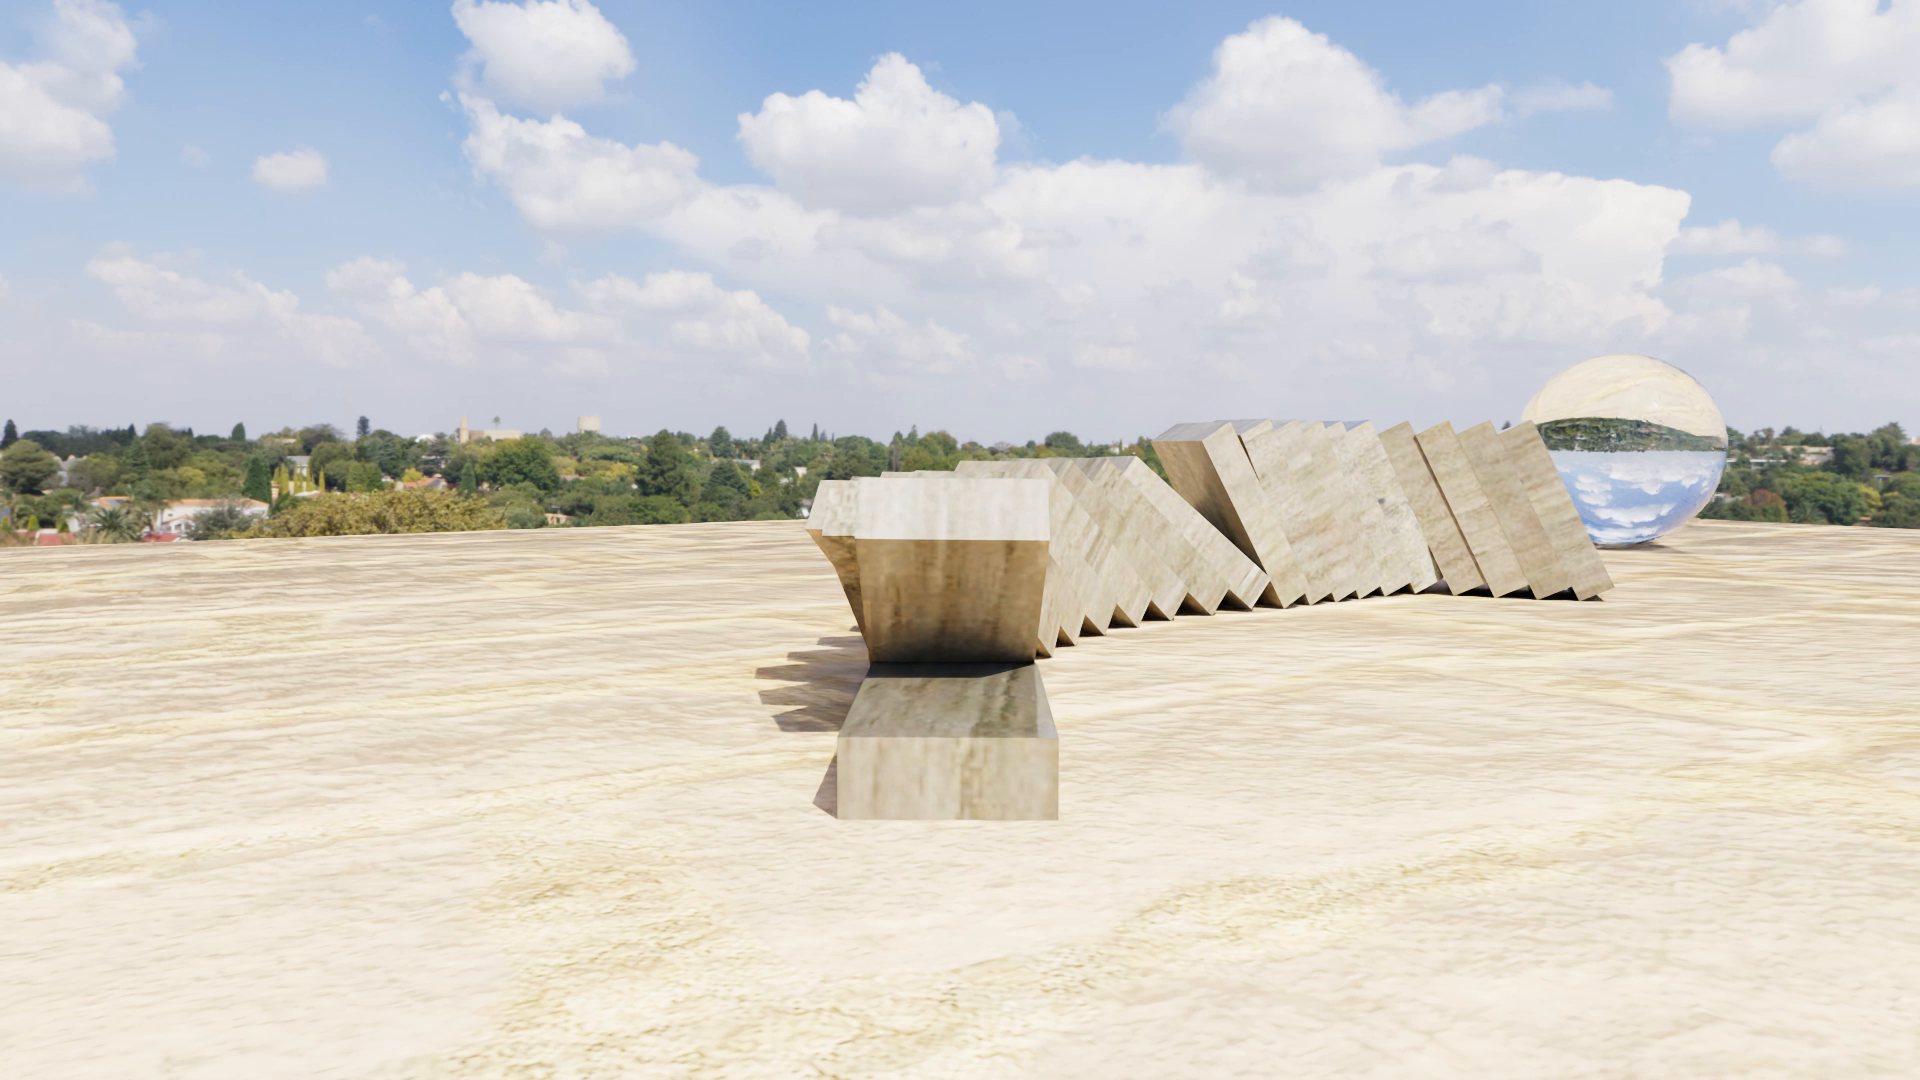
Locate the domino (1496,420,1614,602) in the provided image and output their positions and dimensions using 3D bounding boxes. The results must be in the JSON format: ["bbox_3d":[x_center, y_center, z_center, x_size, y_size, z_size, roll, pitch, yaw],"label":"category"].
[{"bbox_3d":[0.165,-0.009,0.359,0.010,0.050,0.025,-26,-5,19],"label":"domino"}]

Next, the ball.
[{"bbox_3d":[0.274,-0.038,0.536,0.080,0.080,0.080,0,4,0],"label":"ball"}]

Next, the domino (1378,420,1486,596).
[{"bbox_3d":[0.136,-0.010,0.371,0.010,0.050,0.025,-26,-5,19],"label":"domino"}]

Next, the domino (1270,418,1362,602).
[{"bbox_3d":[0.090,-0.008,0.352,0.010,0.050,0.025,-29,14,-17],"label":"domino"}]

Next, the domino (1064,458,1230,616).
[{"bbox_3d":[0.042,-0.001,0.318,0.050,0.009,0.025,42,-17,-26],"label":"domino"}]

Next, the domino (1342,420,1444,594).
[{"bbox_3d":[0.120,-0.010,0.372,0.010,0.050,0.025,-28,6,-5],"label":"domino"}]

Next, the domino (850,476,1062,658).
[{"bbox_3d":[-0.001,0.006,0.244,0.025,0.009,0.050,2,-30,26],"label":"domino"}]

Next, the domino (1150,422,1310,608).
[{"bbox_3d":[0.071,-0.007,0.337,0.009,0.050,0.025,-34,15,-17],"label":"domino"}]

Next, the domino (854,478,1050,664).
[{"bbox_3d":[-0.001,0.009,0.188,0.025,0.010,0.050,1,-32,0],"label":"domino"}]

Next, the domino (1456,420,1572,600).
[{"bbox_3d":[0.155,-0.009,0.362,0.010,0.050,0.025,-26,-5,19],"label":"domino"}]

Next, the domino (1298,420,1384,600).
[{"bbox_3d":[0.098,-0.009,0.359,0.010,0.050,0.025,-29,14,-17],"label":"domino"}]

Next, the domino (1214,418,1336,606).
[{"bbox_3d":[0.081,-0.008,0.345,0.010,0.050,0.025,-29,14,-17],"label":"domino"}]

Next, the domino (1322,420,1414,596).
[{"bbox_3d":[0.109,-0.009,0.367,0.010,0.050,0.025,-28,8,-7],"label":"domino"}]

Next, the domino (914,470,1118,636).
[{"bbox_3d":[0.011,0.003,0.278,0.025,0.010,0.050,4,-30,39],"label":"domino"}]

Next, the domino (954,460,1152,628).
[{"bbox_3d":[0.021,0.001,0.292,0.025,0.010,0.050,4,-33,45],"label":"domino"}]

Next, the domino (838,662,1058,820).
[{"bbox_3d":[-0.001,0.025,0.170,0.025,0.009,0.050,0,4,1],"label":"domino"}]

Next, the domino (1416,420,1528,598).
[{"bbox_3d":[0.145,-0.009,0.366,0.010,0.050,0.025,-26,-5,19],"label":"domino"}]

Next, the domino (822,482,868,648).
[{"bbox_3d":[-0.004,0.008,0.207,0.025,0.009,0.050,0,-32,8],"label":"domino"}]

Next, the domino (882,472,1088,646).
[{"bbox_3d":[0.005,0.004,0.261,0.025,0.009,0.050,3,-31,31],"label":"domino"}]

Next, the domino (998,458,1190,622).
[{"bbox_3d":[0.030,0.000,0.307,0.050,0.010,0.025,44,-22,-31],"label":"domino"}]

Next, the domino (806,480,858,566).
[{"bbox_3d":[-0.005,0.007,0.227,0.025,0.010,0.050,2,-30,22],"label":"domino"}]

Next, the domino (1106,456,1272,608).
[{"bbox_3d":[0.054,-0.002,0.330,0.050,0.010,0.025,40,-12,-18],"label":"domino"}]
